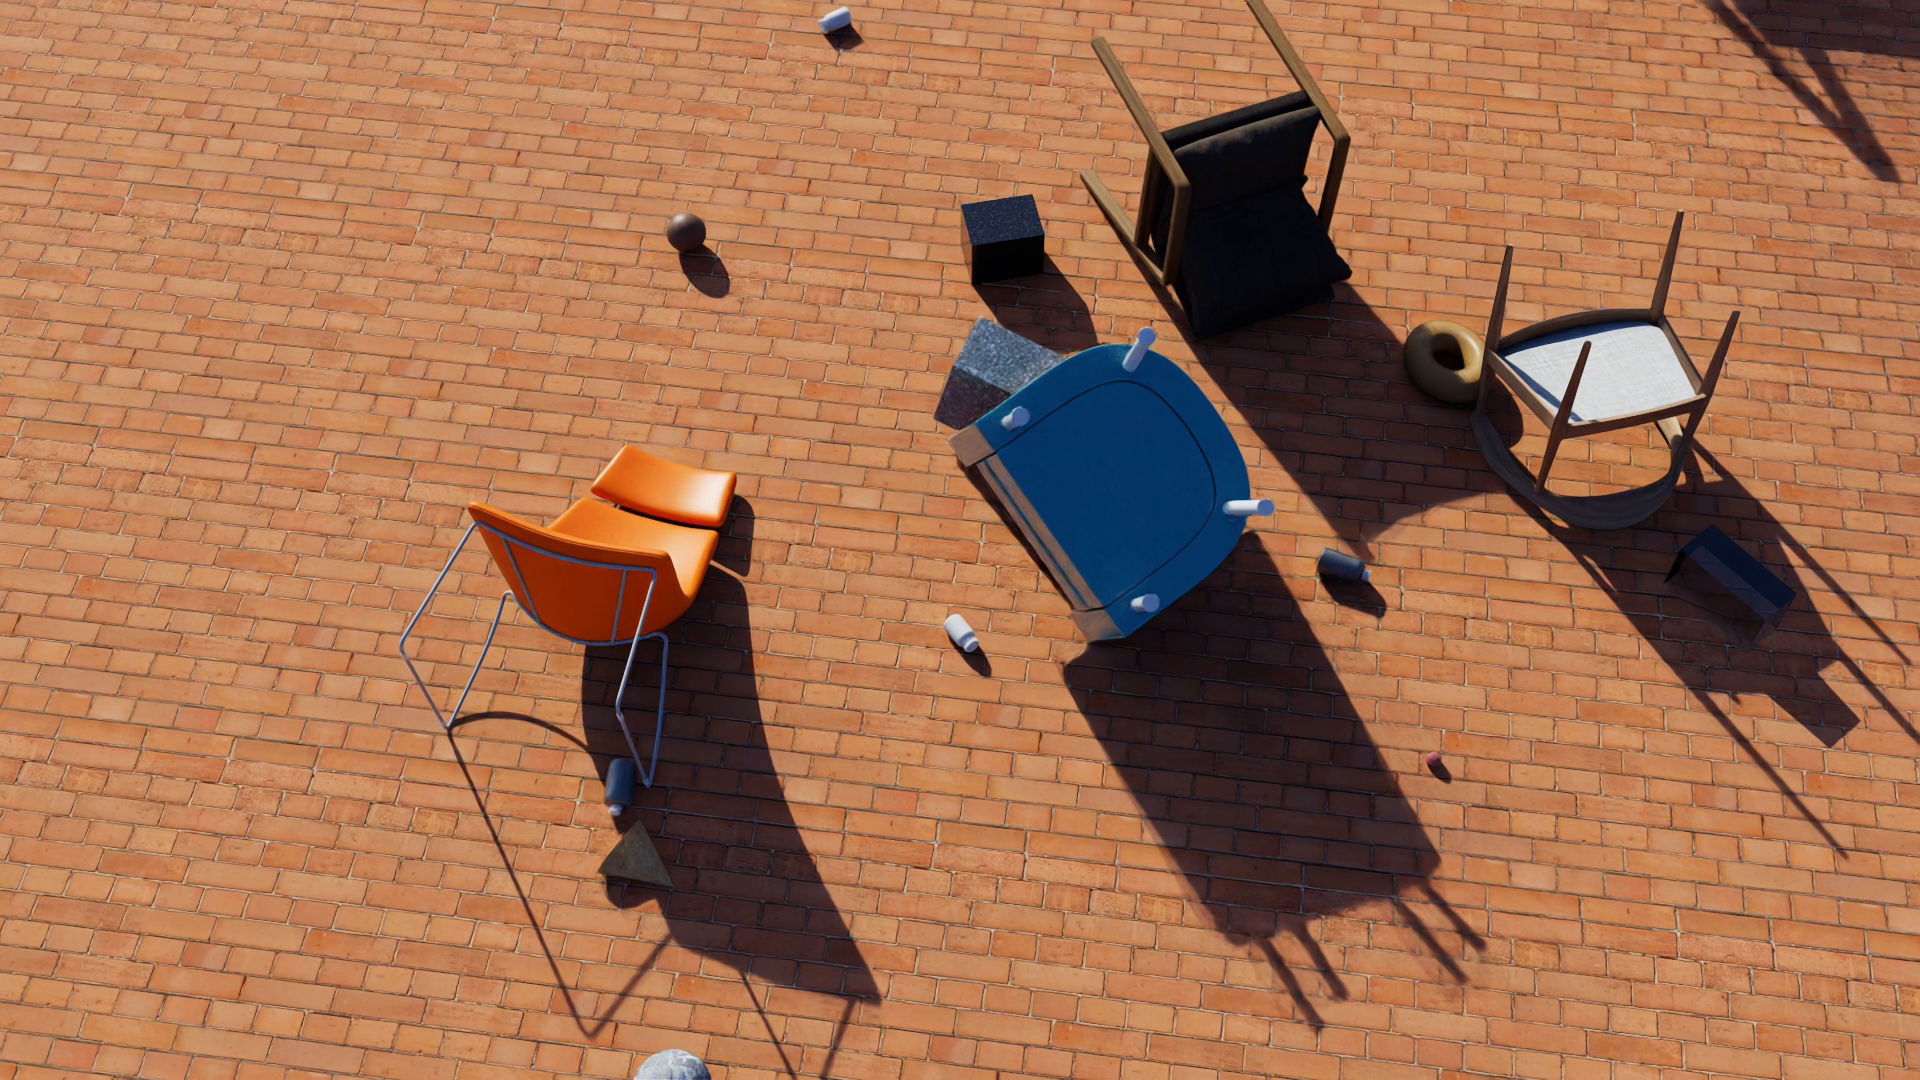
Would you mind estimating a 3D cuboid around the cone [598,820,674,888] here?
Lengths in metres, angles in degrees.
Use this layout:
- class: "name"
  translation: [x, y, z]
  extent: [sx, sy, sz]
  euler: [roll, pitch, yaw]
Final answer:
- class: "cone"
  translation: [-0.849, 0.886, 5.956]
  extent: [0.191, 0.082, 0.188]
  euler: [35, 61, 7]

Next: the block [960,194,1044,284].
- class: "block"
  translation: [0.136, -0.971, 7.111]
  extent: [0.237, 0.190, 0.178]
  euler: [-9, 57, -6]

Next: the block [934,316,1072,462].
- class: "block"
  translation: [0.127, -0.453, 6.646]
  extent: [0.309, 0.317, 0.199]
  euler: [26, 61, 1]

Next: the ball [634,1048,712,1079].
- class: "ball"
  translation: [-0.722, 1.383, 5.522]
  extent: [0.205, 0.205, 0.205]
  euler: [0, 56, 0]

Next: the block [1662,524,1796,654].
- class: "block"
  translation: [2.225, 0.142, 6.364]
  extent: [0.140, 0.190, 0.310]
  euler: [-34, 63, -21]

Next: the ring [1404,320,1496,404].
- class: "ring"
  translation: [1.530, -0.557, 6.879]
  extent: [0.264, 0.115, 0.320]
  euler: [-25, 59, -15]
